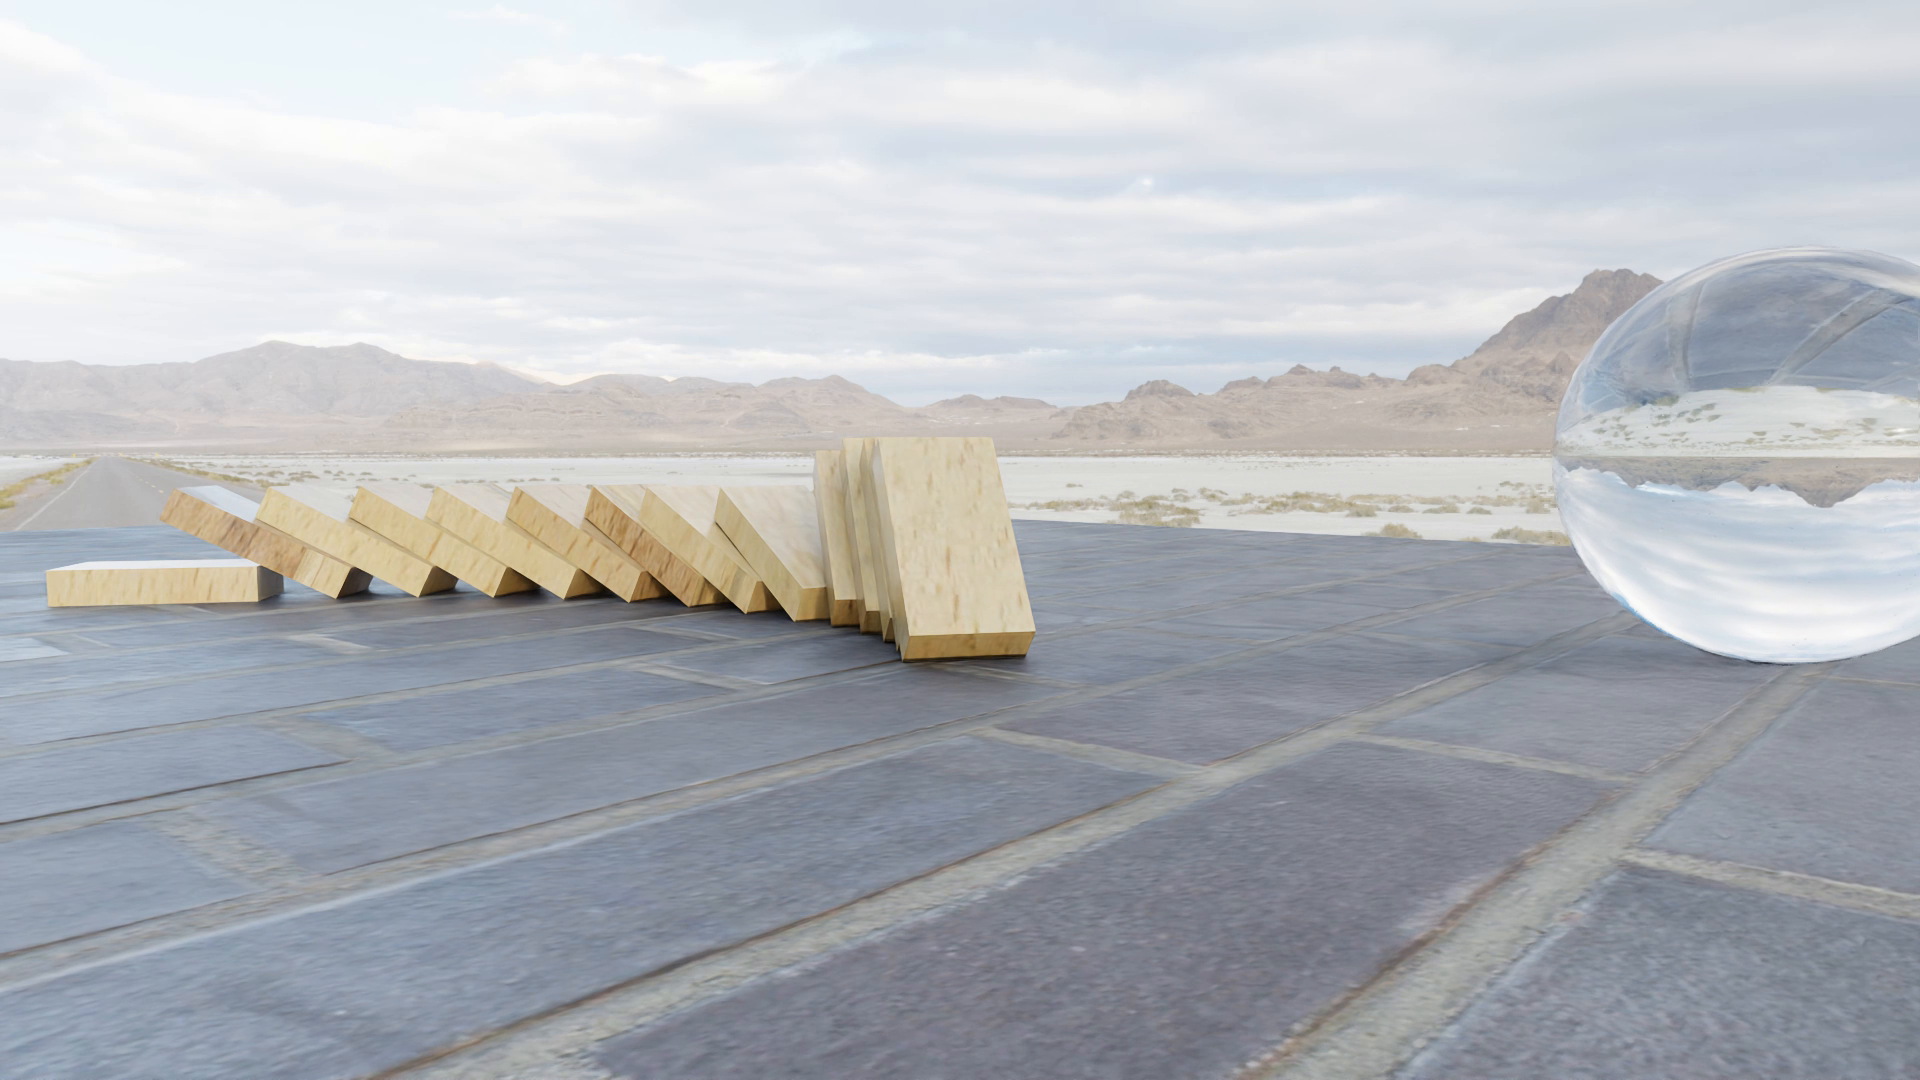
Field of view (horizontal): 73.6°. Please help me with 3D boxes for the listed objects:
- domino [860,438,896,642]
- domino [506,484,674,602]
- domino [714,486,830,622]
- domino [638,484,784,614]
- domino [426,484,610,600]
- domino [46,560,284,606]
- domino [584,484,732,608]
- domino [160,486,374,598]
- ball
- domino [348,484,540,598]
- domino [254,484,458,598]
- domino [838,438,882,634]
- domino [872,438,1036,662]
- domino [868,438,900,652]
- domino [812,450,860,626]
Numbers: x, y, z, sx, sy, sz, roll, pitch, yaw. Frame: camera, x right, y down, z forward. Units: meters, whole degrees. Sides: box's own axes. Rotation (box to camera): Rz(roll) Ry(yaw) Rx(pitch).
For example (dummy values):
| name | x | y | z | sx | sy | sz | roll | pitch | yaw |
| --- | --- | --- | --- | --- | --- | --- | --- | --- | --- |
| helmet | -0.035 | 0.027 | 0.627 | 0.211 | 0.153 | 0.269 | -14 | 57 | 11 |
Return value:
| name | x | y | z | sx | sy | sz | roll | pitch | yaw |
| --- | --- | --- | --- | --- | --- | --- | --- | --- | --- |
| domino | -0.007 | -0.001 | 0.289 | 0.025 | 0.050 | 0.009 | -1 | -37 | -14 |
| domino | -0.101 | 0.000 | 0.363 | 0.050 | 0.010 | 0.025 | 31 | 17 | 22 |
| domino | -0.041 | 0.002 | 0.329 | 0.025 | 0.010 | 0.050 | -3 | 32 | -36 |
| domino | -0.061 | 0.001 | 0.343 | 0.050 | 0.010 | 0.025 | 36 | 25 | 33 |
| domino | -0.124 | 0.000 | 0.368 | 0.050 | 0.010 | 0.025 | 28 | 12 | 13 |
| domino | -0.217 | 0.011 | 0.353 | 0.050 | 0.010 | 0.025 | -1 | 4 | -13 |
| domino | -0.079 | 0.000 | 0.355 | 0.050 | 0.010 | 0.025 | 35 | 24 | 31 |
| domino | -0.193 | 0.000 | 0.362 | 0.050 | 0.010 | 0.025 | 26 | 1 | -7 |
| ball | 0.158 | -0.016 | 0.247 | 0.080 | 0.080 | 0.080 | 0 | 4 | 0 |
| domino | -0.147 | -0.001 | 0.371 | 0.050 | 0.010 | 0.025 | 27 | 9 | 8 |
| domino | -0.171 | 0.000 | 0.368 | 0.050 | 0.009 | 0.025 | 26 | 4 | -1 |
| domino | -0.013 | -0.002 | 0.300 | 0.025 | 0.050 | 0.009 | -1 | -37 | -14 |
| domino | -0.002 | 0.001 | 0.264 | 0.025 | 0.050 | 0.010 | -1 | -37 | -14 |
| domino | -0.004 | 0.000 | 0.277 | 0.025 | 0.050 | 0.010 | -1 | -37 | -14 |
| domino | -0.021 | -0.001 | 0.314 | 0.025 | 0.010 | 0.050 | -1 | 47 | -13 |
